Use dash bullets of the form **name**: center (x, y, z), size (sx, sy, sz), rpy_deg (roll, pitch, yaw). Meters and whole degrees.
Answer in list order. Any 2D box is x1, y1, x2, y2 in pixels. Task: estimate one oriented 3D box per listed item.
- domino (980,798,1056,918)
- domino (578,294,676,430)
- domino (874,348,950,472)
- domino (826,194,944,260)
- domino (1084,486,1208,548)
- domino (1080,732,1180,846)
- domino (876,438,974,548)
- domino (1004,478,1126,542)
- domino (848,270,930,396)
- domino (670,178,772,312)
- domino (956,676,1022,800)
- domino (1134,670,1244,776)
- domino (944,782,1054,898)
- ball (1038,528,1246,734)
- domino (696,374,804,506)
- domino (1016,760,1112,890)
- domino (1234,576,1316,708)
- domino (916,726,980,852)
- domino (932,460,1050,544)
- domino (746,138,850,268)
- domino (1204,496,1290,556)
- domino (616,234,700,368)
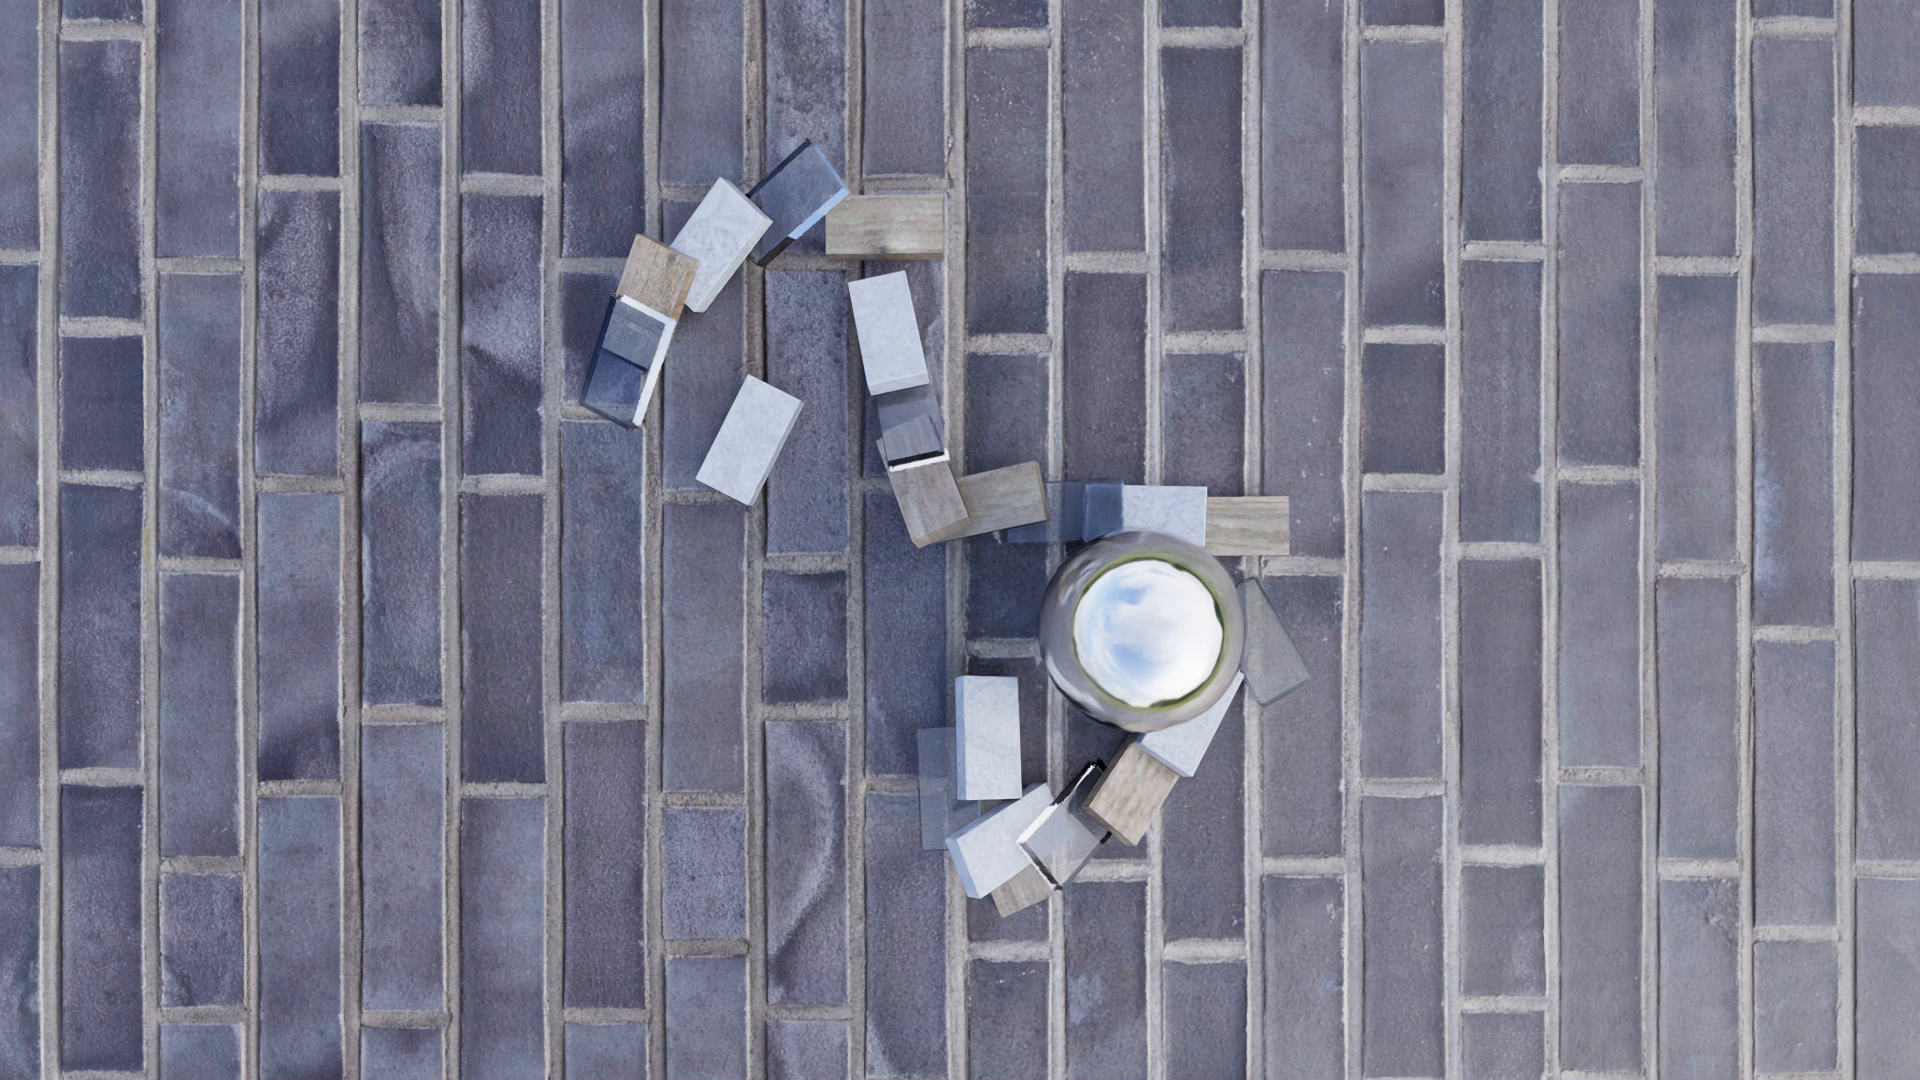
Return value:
- **domino**: center (0.019, 0.133, 0.395), size (0.025, 0.009, 0.050), rpy_deg (-24, 90, 0)
- **domino**: center (-0.141, -0.075, 0.387), size (0.025, 0.009, 0.050), rpy_deg (27, 111, 0)
- **domino**: center (-0.022, -0.055, 0.386), size (0.025, 0.009, 0.050), rpy_deg (-12, 66, 0)
- **domino**: center (-0.032, -0.135, 0.395), size (0.050, 0.010, 0.025), rpy_deg (-1, 90, 0)
- **domino**: center (0.079, -0.010, 0.389), size (0.050, 0.010, 0.025), rpy_deg (2, 90, 16)
- **domino**: center (0.076, 0.100, 0.386), size (0.025, 0.009, 0.050), rpy_deg (40, 68, 0)
- **domino**: center (-0.015, -0.024, 0.385), size (0.025, 0.009, 0.050), rpy_deg (-24, 66, 6)
- **domino**: center (0.044, -0.012, 0.389), size (0.050, 0.009, 0.025), rpy_deg (-2, 89, 16)
- **domino**: center (-0.030, -0.088, 0.388), size (0.025, 0.010, 0.050), rpy_deg (-12, 72, 0)
- **domino**: center (-0.105, -0.124, 0.388), size (0.025, 0.010, 0.050), rpy_deg (44, 107, 0)
- **domino**: center (0.012, 0.083, 0.385), size (0.025, 0.010, 0.050), rpy_deg (5, 74, -22)
- **domino**: center (0.097, 0.072, 0.388), size (0.025, 0.009, 0.050), rpy_deg (34, 72, 0)
- **domino**: center (0.020, 0.123, 0.379), size (0.050, 0.010, 0.025), rpy_deg (-21, 89, -35)
- **ball**: center (0.071, 0.035, 0.360), size (0.080, 0.080, 0.080), rpy_deg (0, 90, 0)
- **domino**: center (-0.090, -0.043, 0.395), size (0.025, 0.010, 0.050), rpy_deg (27, 90, 0)
- **domino**: center (0.049, 0.119, 0.383), size (0.050, 0.009, 0.025), rpy_deg (-38, 90, -30)
- **domino**: center (0.128, 0.044, 0.395), size (0.025, 0.009, 0.050), rpy_deg (-30, 90, 0)
- **domino**: center (-0.005, 0.105, 0.388), size (0.025, 0.009, 0.050), rpy_deg (-5, 76, 5)
- **domino**: center (0.011, -0.016, 0.388), size (0.050, 0.009, 0.025), rpy_deg (-12, 86, 15)
- **domino**: center (-0.074, -0.142, 0.389), size (0.050, 0.010, 0.025), rpy_deg (-35, 90, 15)
- **domino**: center (0.115, -0.006, 0.395), size (0.050, 0.009, 0.025), rpy_deg (-1, 90, 0)
- **domino**: center (-0.132, -0.100, 0.388), size (0.025, 0.009, 0.050), rpy_deg (27, 107, 0)
